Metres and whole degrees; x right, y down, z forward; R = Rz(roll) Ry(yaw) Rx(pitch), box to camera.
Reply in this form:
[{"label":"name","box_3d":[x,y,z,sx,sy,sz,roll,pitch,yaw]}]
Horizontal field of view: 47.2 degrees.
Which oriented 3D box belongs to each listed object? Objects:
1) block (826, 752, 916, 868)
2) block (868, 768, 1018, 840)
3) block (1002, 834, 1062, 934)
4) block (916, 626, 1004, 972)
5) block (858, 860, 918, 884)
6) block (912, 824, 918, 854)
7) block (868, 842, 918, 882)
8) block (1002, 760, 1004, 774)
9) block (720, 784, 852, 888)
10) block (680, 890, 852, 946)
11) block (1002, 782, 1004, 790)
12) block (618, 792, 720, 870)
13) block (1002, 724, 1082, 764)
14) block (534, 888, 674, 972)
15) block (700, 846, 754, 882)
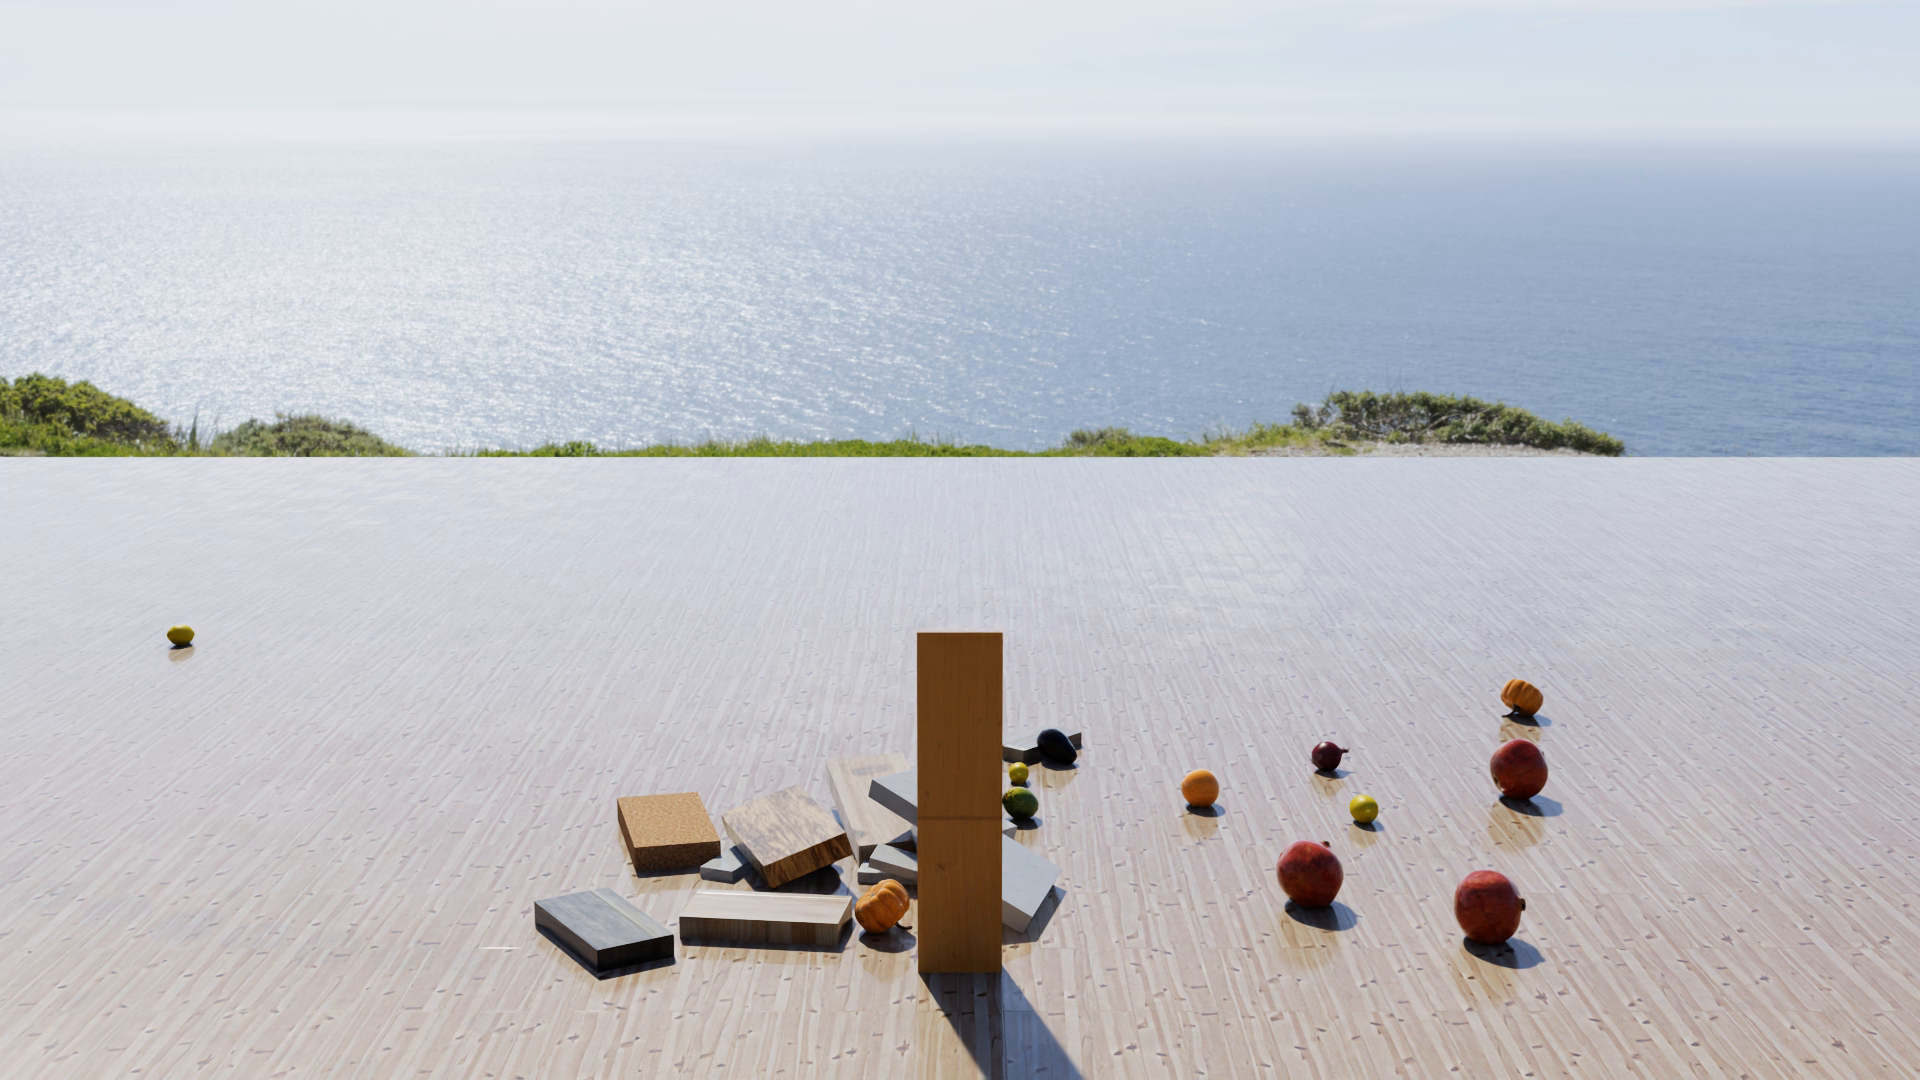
[{"label":"block","box_3d":[-0.141,0.485,3.984,0.148,0.042,0.387,-4,18,-11]},{"label":"block","box_3d":[-0.031,0.468,3.790,0.239,0.034,0.120,27,23,37]},{"label":"block","box_3d":[0.085,0.560,3.599,0.120,0.034,0.239,30,16,7]},{"label":"block","box_3d":[0.000,0.391,3.295,0.127,0.527,0.036,0,10,0]},{"label":"block","box_3d":[-0.108,0.567,3.746,0.125,0.018,0.063,1,11,8]},{"label":"block","box_3d":[-0.009,0.534,3.714,0.120,0.034,0.239,9,18,-11]},{"label":"block","box_3d":[-0.086,0.548,3.705,0.125,0.018,0.063,15,18,8]},{"label":"block","box_3d":[0.024,0.433,3.941,0.080,0.023,0.160,4,19,11]},{"label":"block","box_3d":[-0.302,0.507,3.792,0.149,0.042,0.297,-21,16,-16]},{"label":"block","box_3d":[-0.308,0.601,3.510,0.254,0.036,0.127,1,11,7]},{"label":"block","box_3d":[0.029,0.491,4.013,0.094,0.027,0.188,0,24,2]},{"label":"block","box_3d":[-0.524,0.519,3.937,0.149,0.042,0.297,-3,11,-14]},{"label":"block","box_3d":[0.155,0.418,4.521,0.094,0.027,0.188,9,14,41]},{"label":"block","box_3d":[-0.562,0.611,3.459,0.127,0.036,0.254,-7,12,-32]},{"label":"block","box_3d":[-0.390,0.558,3.795,0.063,0.018,0.125,4,11,23]}]
